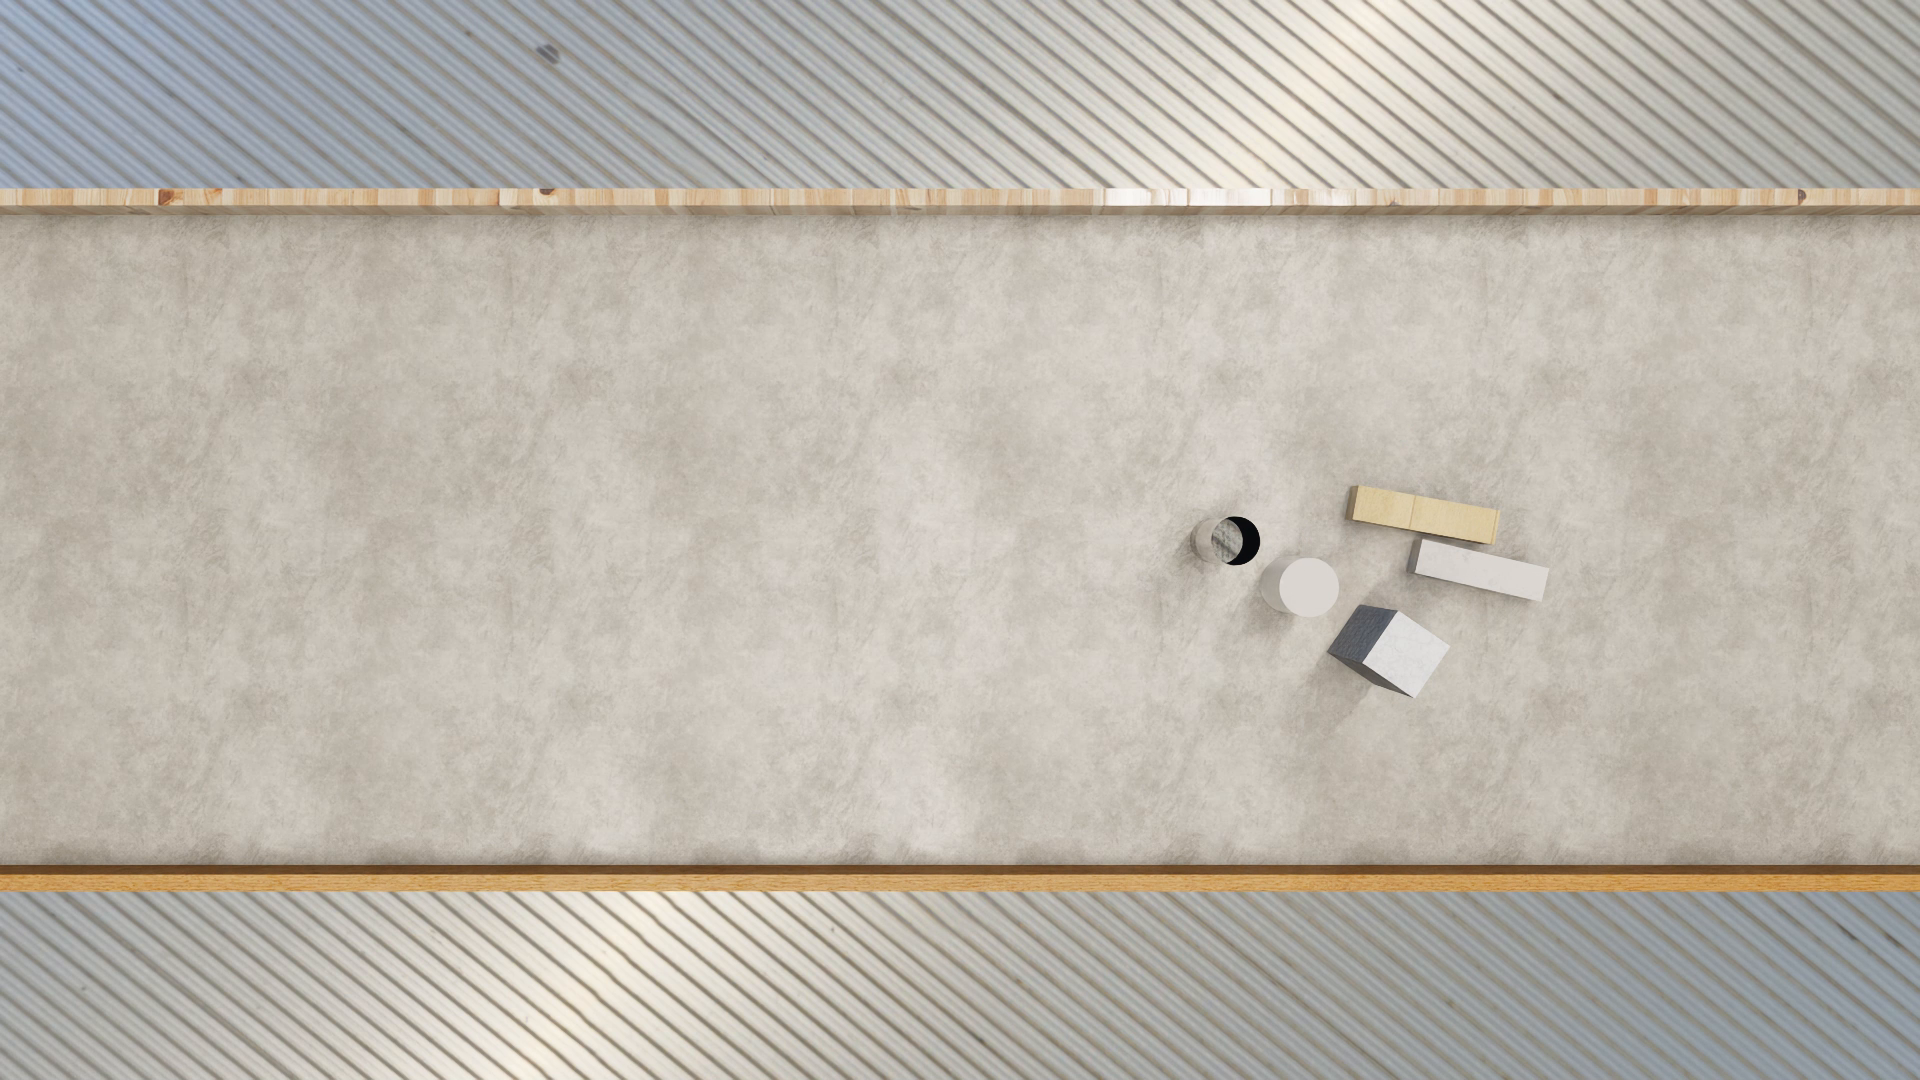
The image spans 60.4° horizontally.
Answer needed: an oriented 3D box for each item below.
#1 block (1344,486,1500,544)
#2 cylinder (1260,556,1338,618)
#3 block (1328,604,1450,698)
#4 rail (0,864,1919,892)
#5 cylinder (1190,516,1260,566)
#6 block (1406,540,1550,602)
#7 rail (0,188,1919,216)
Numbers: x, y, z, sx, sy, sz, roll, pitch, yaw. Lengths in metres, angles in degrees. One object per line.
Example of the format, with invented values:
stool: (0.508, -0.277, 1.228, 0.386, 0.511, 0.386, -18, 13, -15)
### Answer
block: (1.407, -0.076, 5.024, 0.435, 0.104, 0.104, 10, 90, 0)
cylinder: (1.009, 0.137, 4.922, 0.172, 0.310, 0.172, 0, 90, 0)
block: (1.251, 0.321, 4.849, 0.178, 0.455, 0.178, 34, 90, 0)
rail: (-2.247, 1.025, 5.001, 12.000, 0.150, 0.050, 0, 90, 0)
cylinder: (0.776, 0.002, 4.860, 0.139, 0.432, 0.139, 0, 90, 0)
block: (1.575, 0.092, 5.025, 0.392, 0.104, 0.104, 13, 90, 0)
rail: (-2.247, -1.025, 5.002, 12.000, 0.150, 0.050, 0, 90, 0)
